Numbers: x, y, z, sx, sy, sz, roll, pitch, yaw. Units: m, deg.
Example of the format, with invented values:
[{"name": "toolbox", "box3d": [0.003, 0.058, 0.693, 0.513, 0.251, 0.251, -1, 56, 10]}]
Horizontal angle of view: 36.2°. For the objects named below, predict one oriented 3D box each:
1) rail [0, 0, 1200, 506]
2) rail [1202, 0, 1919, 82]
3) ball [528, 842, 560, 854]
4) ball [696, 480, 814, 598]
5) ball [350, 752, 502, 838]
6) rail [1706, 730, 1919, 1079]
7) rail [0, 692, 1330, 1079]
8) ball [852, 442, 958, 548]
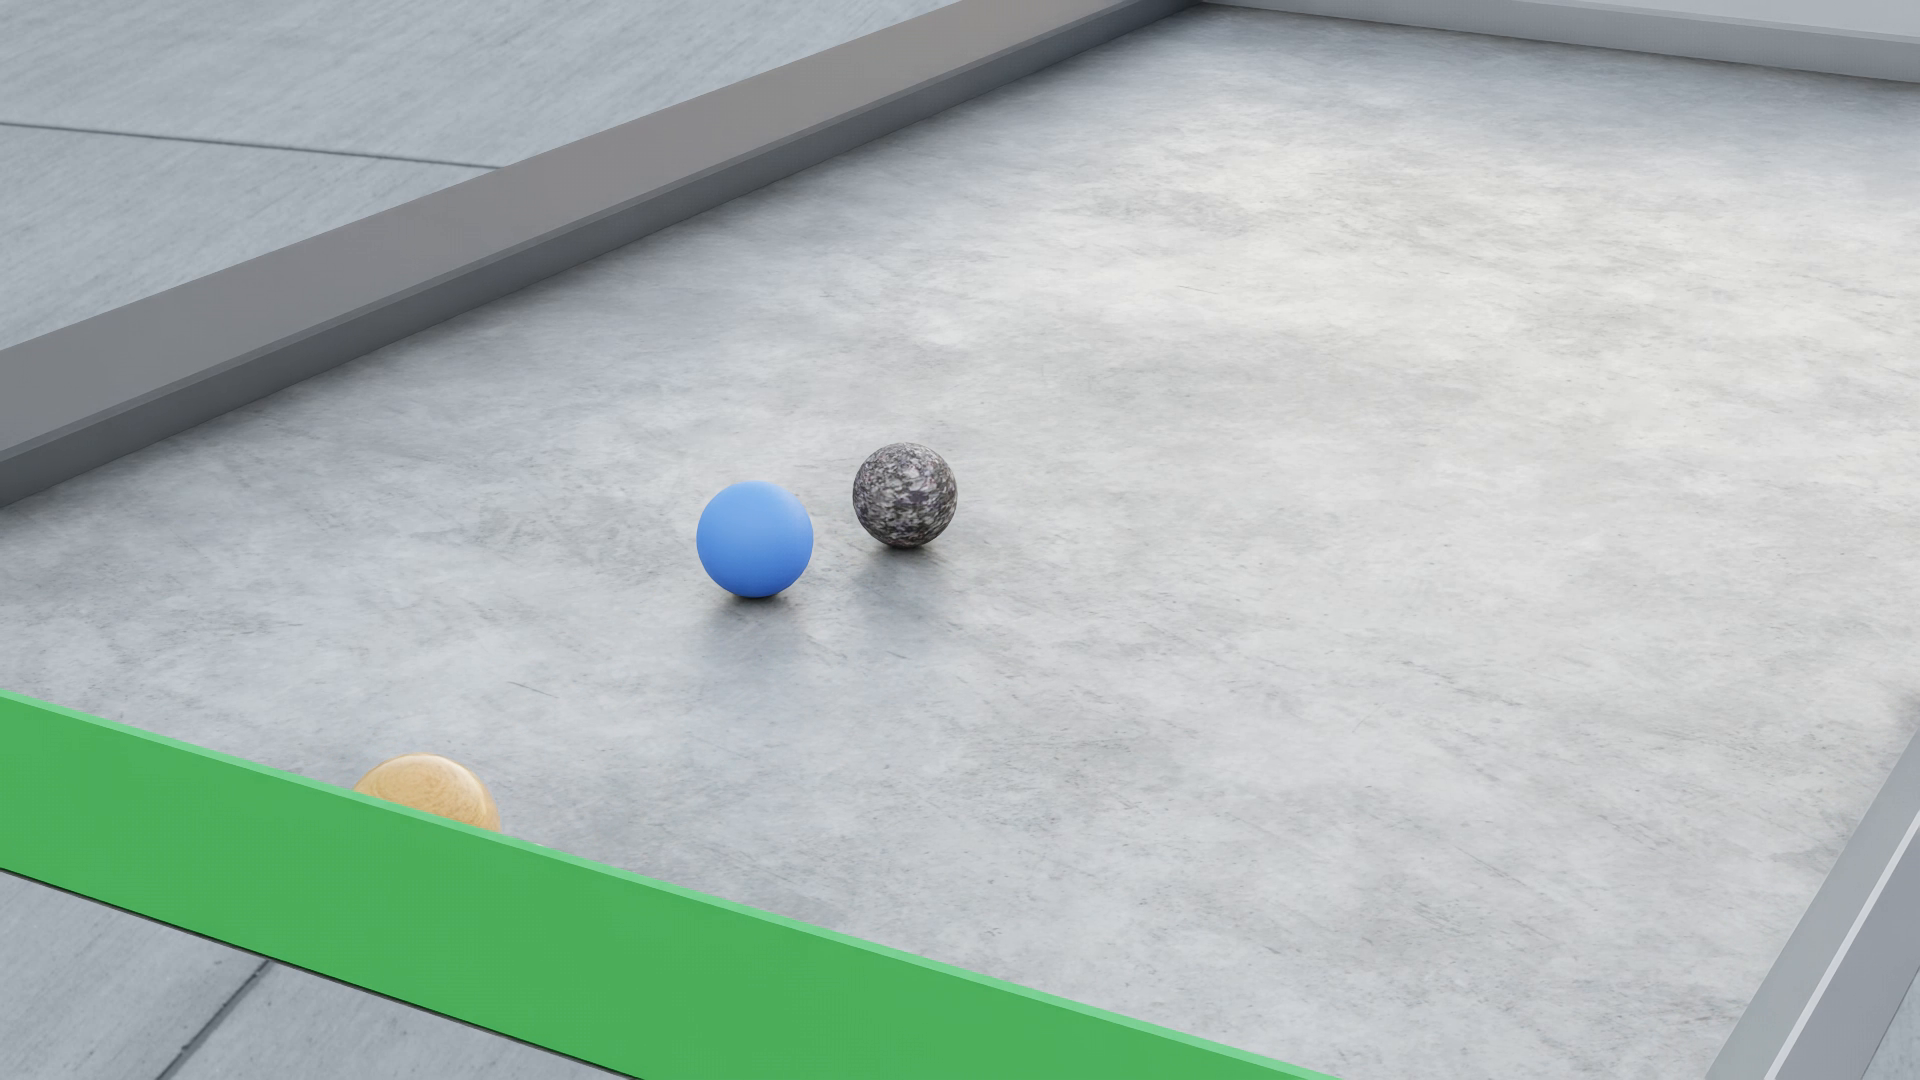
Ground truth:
[{"name": "rail", "box3d": [-0.281, -0.353, 2.854, 0.045, 0.117, 2.511, 12, 25, 27]}, {"name": "rail", "box3d": [0.920, -0.630, 3.533, 1.409, 0.117, 0.045, 12, 25, 27]}, {"name": "ball", "box3d": [-0.235, 0.191, 1.606, 0.052, 0.052, 0.052, 0, 22, 0]}, {"name": "ball", "box3d": [-0.142, -0.001, 2.038, 0.081, 0.081, 0.081, 0, 22, 0]}, {"name": "ball", "box3d": [-0.299, 0.162, 1.626, 0.090, 0.090, 0.090, 0, 22, 0]}, {"name": "rail", "box3d": [0.902, -0.099, 2.230, 0.045, 0.117, 2.511, 12, 25, 27]}, {"name": "rail", "box3d": [-0.299, 0.178, 1.550, 1.409, 0.117, 0.045, 12, 25, 27]}, {"name": "ball", "box3d": [-0.040, -0.032, 2.123, 0.076, 0.076, 0.076, 0, 22, 0]}]
